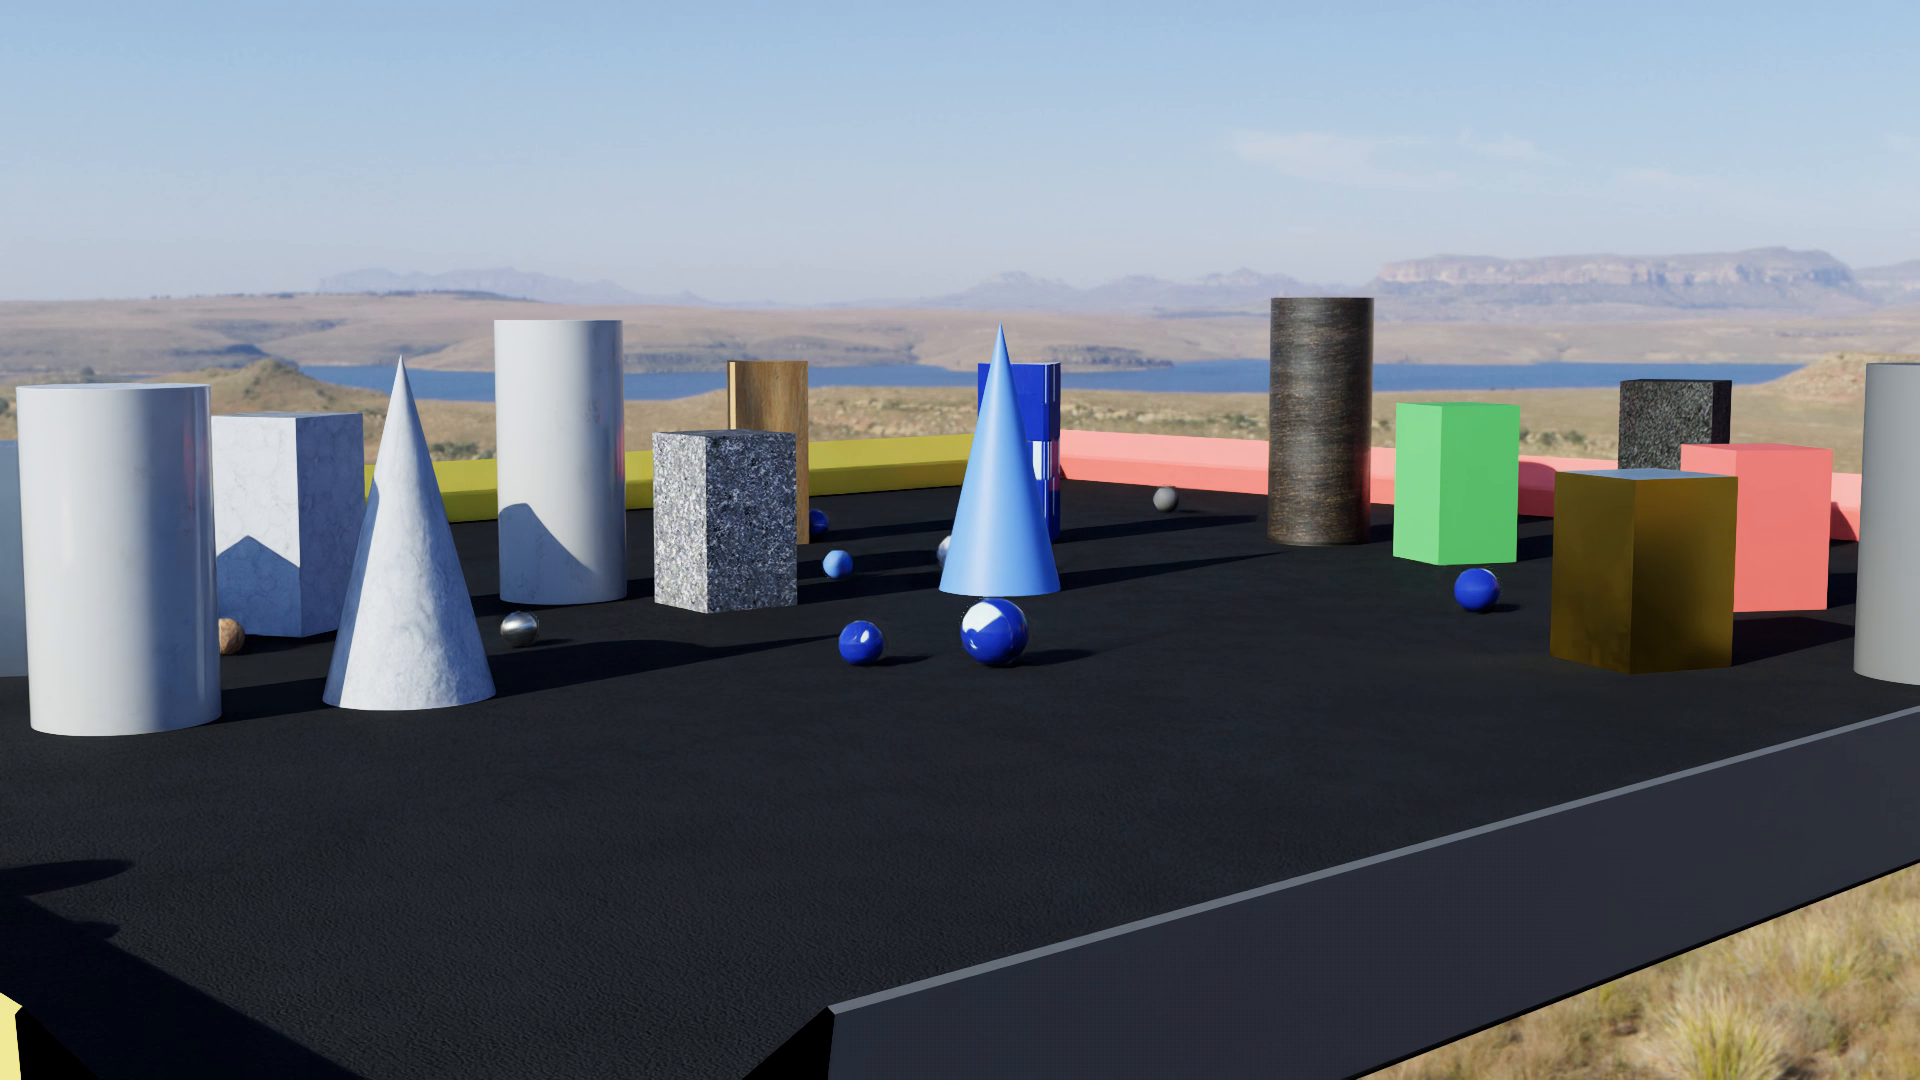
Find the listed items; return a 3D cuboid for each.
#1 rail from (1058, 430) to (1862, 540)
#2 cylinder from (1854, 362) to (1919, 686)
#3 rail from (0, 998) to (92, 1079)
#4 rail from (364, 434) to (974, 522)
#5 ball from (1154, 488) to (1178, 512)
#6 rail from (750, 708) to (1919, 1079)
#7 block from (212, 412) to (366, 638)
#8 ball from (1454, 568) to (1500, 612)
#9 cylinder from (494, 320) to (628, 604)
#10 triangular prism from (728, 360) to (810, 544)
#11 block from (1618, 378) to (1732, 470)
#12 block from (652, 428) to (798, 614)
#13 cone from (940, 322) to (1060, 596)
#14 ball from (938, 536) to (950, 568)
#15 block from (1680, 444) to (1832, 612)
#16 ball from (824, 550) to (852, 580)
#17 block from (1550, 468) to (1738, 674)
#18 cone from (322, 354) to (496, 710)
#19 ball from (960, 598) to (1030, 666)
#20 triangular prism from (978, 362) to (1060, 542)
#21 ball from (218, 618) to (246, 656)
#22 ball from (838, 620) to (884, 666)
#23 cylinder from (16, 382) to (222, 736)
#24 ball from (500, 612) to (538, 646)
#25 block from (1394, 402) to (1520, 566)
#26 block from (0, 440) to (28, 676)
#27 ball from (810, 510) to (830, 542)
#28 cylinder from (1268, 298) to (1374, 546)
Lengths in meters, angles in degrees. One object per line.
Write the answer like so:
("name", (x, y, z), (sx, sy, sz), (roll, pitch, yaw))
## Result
("rail", (1.380, -0.099, 4.599), (0.045, 0.127, 3.360), (-5, 8, -42))
("cylinder", (1.201, -0.024, 2.677), (0.196, 0.379, 0.196), (0, 6, 0))
("rail", (-1.380, 0.166, 2.065), (0.045, 0.127, 3.360), (-5, 8, -42))
("rail", (-1.123, -0.094, 4.542), (3.803, 0.127, 0.045), (-5, 8, -42))
("ball", (0.454, -0.088, 4.845), (0.056, 0.056, 0.056), (0, 6, 0))
("rail", (1.123, 0.160, 2.121), (3.803, 0.127, 0.045), (-5, 8, -42))
("block", (-0.946, -0.026, 3.083), (0.157, 0.299, 0.157), (2, 6, 19))
("ball", (0.763, 0.074, 3.245), (0.067, 0.067, 0.067), (0, 6, 0))
("cylinder", (-0.618, -0.125, 3.408), (0.196, 0.429, 0.196), (0, 6, 0))
("triangular prism", (-0.400, -0.167, 4.195), (0.170, 0.348, 0.147), (-5, 8, -38))
("block", (1.259, -0.120, 3.880), (0.157, 0.321, 0.157), (3, 7, 30))
("block", (-0.356, -0.033, 3.332), (0.157, 0.260, 0.157), (-4, 7, -37))
("cone", (0.064, -0.135, 3.504), (0.196, 0.428, 0.196), (0, 6, 0))
("ball", (-0.005, 0.025, 3.713), (0.067, 0.067, 0.067), (0, 6, 0))
("block", (1.201, -0.022, 3.331), (0.157, 0.239, 0.157), (-1, 6, -11))
("ball", (-0.202, 0.041, 3.643), (0.049, 0.049, 0.049), (0, 6, 0))
("block", (0.863, 0.035, 2.783), (0.157, 0.239, 0.157), (-2, 6, -22))
("cone", (-0.638, -0.017, 2.531), (0.196, 0.395, 0.196), (0, 6, 0))
("ball", (0.044, 0.115, 2.756), (0.086, 0.086, 0.086), (0, 6, 0))
("triangular prism", (0.146, -0.172, 4.275), (0.170, 0.342, 0.147), (5, 8, 40))
("ball", (-0.950, 0.125, 2.844), (0.048, 0.048, 0.048), (0, 6, 0))
("ball", (-0.124, 0.130, 2.755), (0.057, 0.057, 0.057), (0, 6, 0))
("cylinder", (-0.909, 0.015, 2.384), (0.196, 0.363, 0.196), (0, 6, 0))
("ball", (-0.584, 0.118, 2.914), (0.047, 0.047, 0.047), (0, 6, 0))
("block", (0.887, -0.104, 3.933), (0.157, 0.277, 0.157), (-2, 6, -18))
("block", (-1.219, 0.021, 2.730), (0.157, 0.279, 0.157), (-2, 6, -14))
("ball", (-0.283, -0.028, 4.248), (0.060, 0.060, 0.060), (0, 6, 0))
("cylinder", (0.693, -0.231, 4.230), (0.196, 0.468, 0.196), (0, 6, 0))
